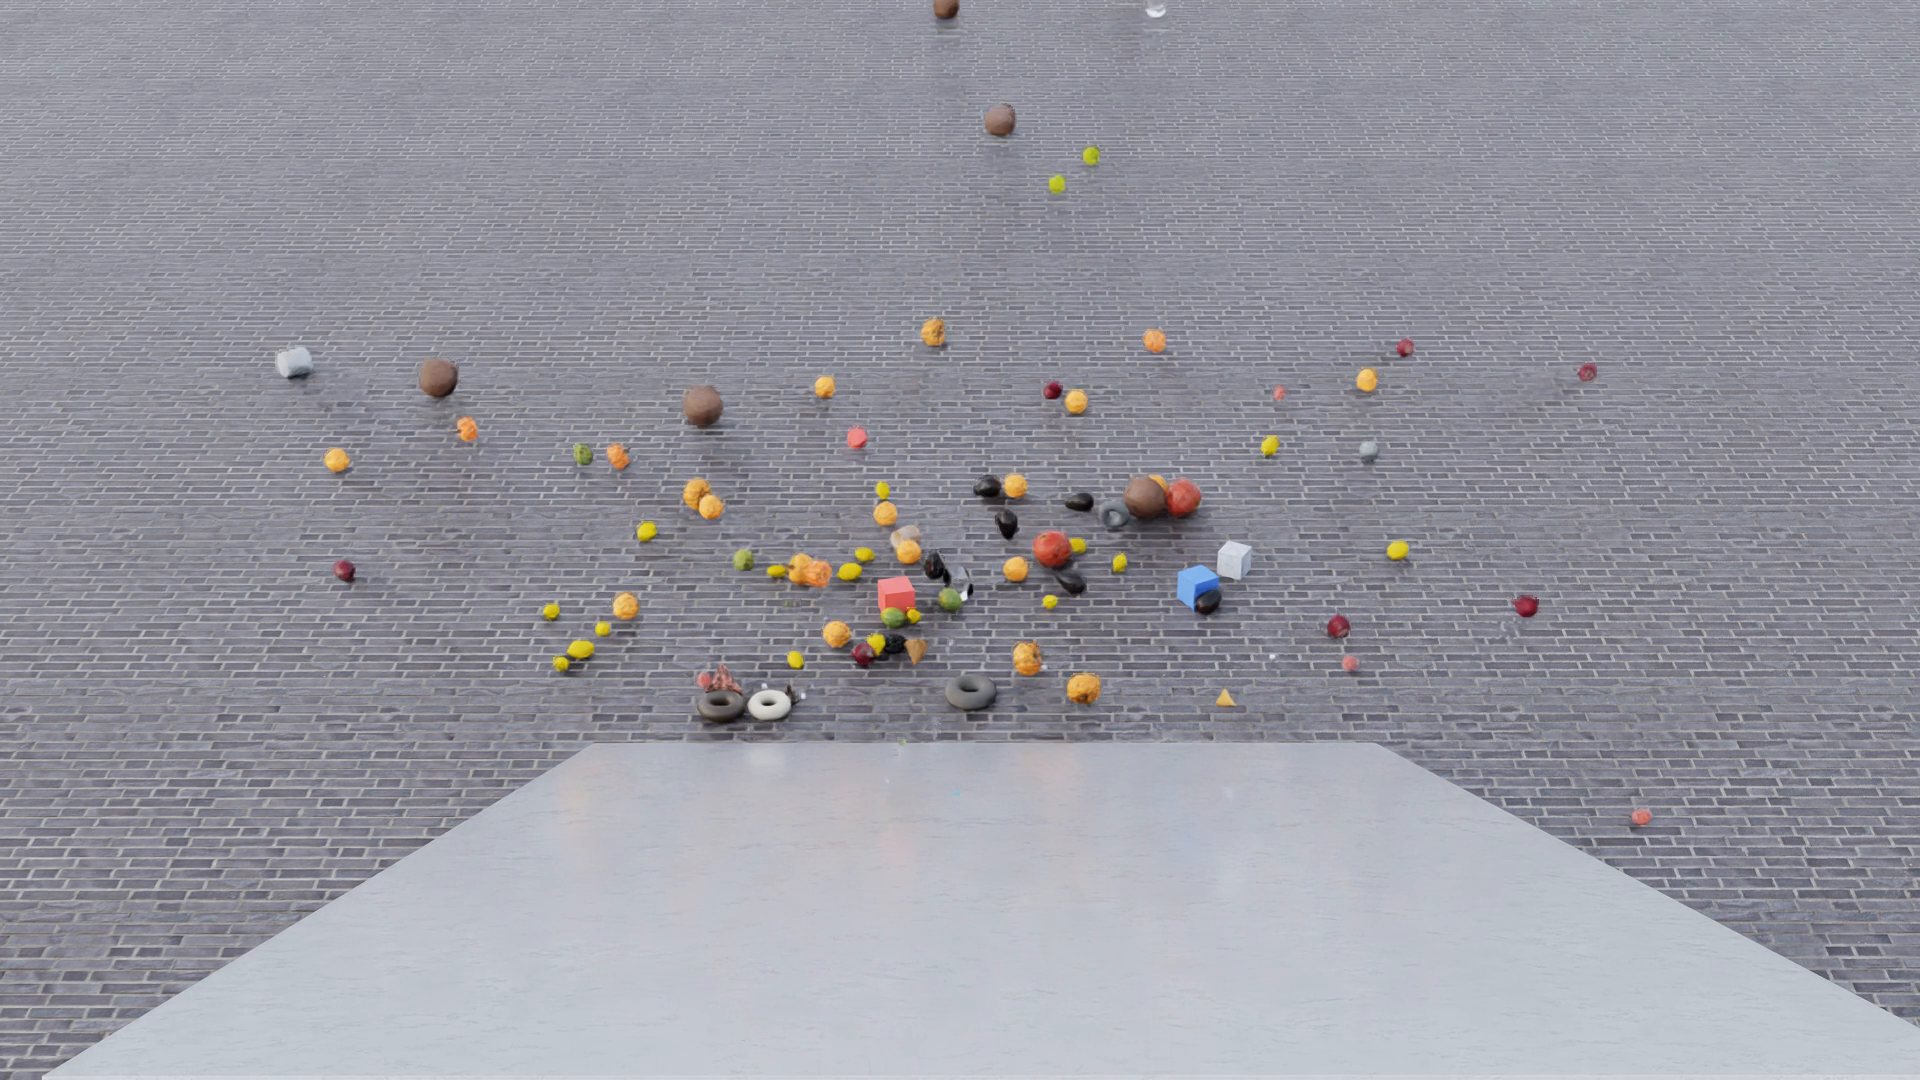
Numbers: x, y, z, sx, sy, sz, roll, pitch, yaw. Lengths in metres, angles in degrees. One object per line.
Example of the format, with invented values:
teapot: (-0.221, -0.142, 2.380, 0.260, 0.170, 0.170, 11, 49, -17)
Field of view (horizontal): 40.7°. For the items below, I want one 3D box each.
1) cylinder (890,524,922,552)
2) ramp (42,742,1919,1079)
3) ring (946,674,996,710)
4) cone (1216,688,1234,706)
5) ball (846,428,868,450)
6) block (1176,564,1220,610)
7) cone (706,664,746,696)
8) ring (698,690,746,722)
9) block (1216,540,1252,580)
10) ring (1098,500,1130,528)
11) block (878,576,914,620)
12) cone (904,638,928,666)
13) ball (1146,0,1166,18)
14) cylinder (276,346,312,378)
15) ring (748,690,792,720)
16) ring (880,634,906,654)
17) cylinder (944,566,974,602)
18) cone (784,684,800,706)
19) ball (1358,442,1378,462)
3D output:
cylinder: (-0.161, -0.005, 7.692, 0.065, 0.065, 0.065, -24, 37, -37)
ramp: (0.065, 0.582, 4.629, 2.000, 0.100, 4.000, 0, 0, 0)
ring: (0.030, 0.408, 6.964, 0.139, 0.046, 0.139, -1, 29, 1)
cone: (0.721, 0.433, 6.943, 0.050, 0.050, 0.050, 42, 37, 1)
ball: (-0.330, -0.324, 8.266, 0.067, 0.067, 0.067, 0, 29, 0)
block: (0.683, 0.135, 7.419, 0.084, 0.084, 0.084, -16, 33, -26)
cone: (-0.623, 0.397, 6.986, 0.099, 0.099, 0.099, 28, 30, -4)
ring: (-0.635, 0.443, 6.904, 0.129, 0.043, 0.129, 1, 28, 0)
block: (0.803, 0.059, 7.565, 0.075, 0.075, 0.075, 15, 32, 25)
ring: (0.465, -0.078, 7.794, 0.094, 0.094, 0.031, 6, 33, 10)
block: (-0.181, 0.166, 7.361, 0.086, 0.086, 0.086, -8, 30, -14)
cone: (-0.123, 0.320, 7.139, 0.069, 0.069, 0.069, 1, 56, 3)
ball: (0.923, -2.513, 12.192, 0.099, 0.099, 0.099, 0, 29, 0)
cylinder: (-2.250, -0.600, 8.741, 0.087, 0.087, 0.087, -20, 35, -34)
ring: (-0.508, 0.442, 6.912, 0.117, 0.039, 0.117, -1, 29, 1)
ring: (-0.186, 0.289, 7.200, 0.079, 0.026, 0.079, -1, 32, 1)
cylinder: (-0.006, 0.125, 7.446, 0.076, 0.076, 0.076, -4, 29, -8)
cone: (-0.459, 0.409, 6.956, 0.053, 0.053, 0.053, 0, 29, 0)
ball: (1.295, -0.280, 8.193, 0.062, 0.062, 0.062, 0, 29, 0)
